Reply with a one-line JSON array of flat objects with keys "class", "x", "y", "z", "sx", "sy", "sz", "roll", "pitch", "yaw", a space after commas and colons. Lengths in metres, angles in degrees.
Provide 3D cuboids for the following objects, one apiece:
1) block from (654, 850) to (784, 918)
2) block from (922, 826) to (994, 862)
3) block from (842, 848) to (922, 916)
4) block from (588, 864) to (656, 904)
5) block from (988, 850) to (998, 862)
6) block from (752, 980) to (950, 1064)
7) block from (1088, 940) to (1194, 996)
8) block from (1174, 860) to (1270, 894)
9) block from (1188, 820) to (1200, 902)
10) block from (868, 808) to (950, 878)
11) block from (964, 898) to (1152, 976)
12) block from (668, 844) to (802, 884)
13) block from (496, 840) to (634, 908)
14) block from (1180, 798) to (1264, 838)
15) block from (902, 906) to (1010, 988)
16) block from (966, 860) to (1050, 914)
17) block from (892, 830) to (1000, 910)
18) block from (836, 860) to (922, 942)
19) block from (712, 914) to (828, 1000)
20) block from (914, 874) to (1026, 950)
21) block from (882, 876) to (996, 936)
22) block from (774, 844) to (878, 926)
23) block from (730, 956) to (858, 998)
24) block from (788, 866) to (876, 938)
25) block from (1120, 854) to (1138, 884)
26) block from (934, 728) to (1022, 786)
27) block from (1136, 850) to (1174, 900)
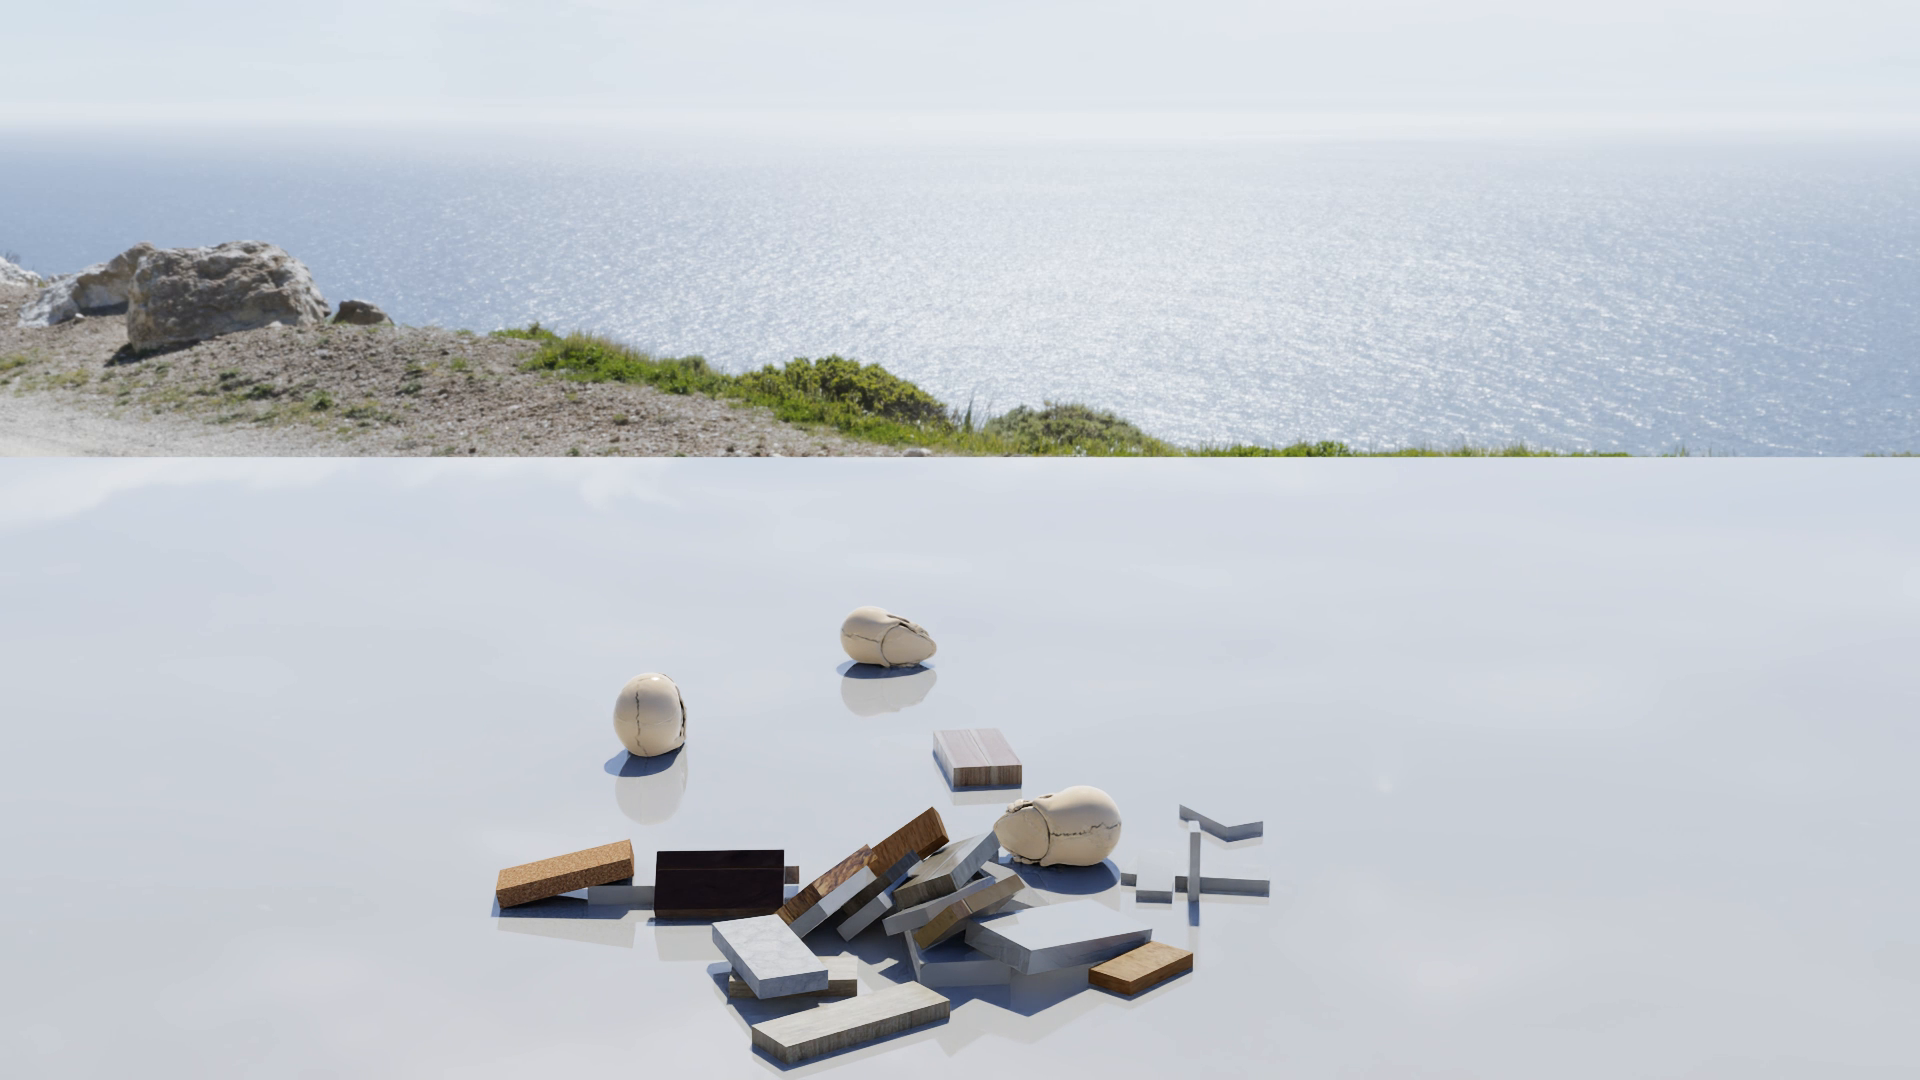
[{"class": "block", "x": -0.390, "y": 0.559, "z": 3.579, "sx": 0.208, "sy": 0.104, "sz": 0.029, "roll": 0, "pitch": -34, "yaw": -2}, {"class": "block", "x": -0.056, "y": 0.537, "z": 3.760, "sx": 0.212, "sy": 0.030, "sz": 0.106, "roll": -9, "pitch": 14, "yaw": -41}, {"class": "block", "x": -0.127, "y": 0.551, "z": 3.533, "sx": 0.074, "sy": 0.021, "sz": 0.148, "roll": -34, "pitch": -7, "yaw": -43}, {"class": "block", "x": -0.502, "y": 0.574, "z": 3.671, "sx": 0.222, "sy": 0.031, "sz": 0.111, "roll": 0, "pitch": 11, "yaw": -1}, {"class": "block", "x": -0.014, "y": 0.552, "z": 3.814, "sx": 0.148, "sy": 0.021, "sz": 0.074, "roll": -8, "pitch": 13, "yaw": -35}, {"class": "block", "x": -0.152, "y": 0.681, "z": 3.111, "sx": 0.276, "sy": 0.026, "sz": 0.090, "roll": -8, "pitch": 13, "yaw": -36}, {"class": "block", "x": 0.273, "y": 0.644, "z": 3.315, "sx": 0.078, "sy": 0.022, "sz": 0.157, "roll": 9, "pitch": 14, "yaw": 41}, {"class": "block", "x": 0.444, "y": 0.569, "z": 3.719, "sx": 0.157, "sy": 0.022, "sz": 0.078, "roll": 2, "pitch": 11, "yaw": 9}, {"class": "block", "x": 0.388, "y": 0.533, "z": 3.649, "sx": 0.017, "sy": 0.120, "sz": 0.060, "roll": 1, "pitch": 11, "yaw": 3}, {"class": "block", "x": -0.101, "y": 0.520, "z": 3.654, "sx": 0.172, "sy": 0.021, "sz": 0.074, "roll": -35, "pitch": 35, "yaw": 7}, {"class": "block", "x": 0.152, "y": 0.604, "z": 3.358, "sx": 0.271, "sy": 0.038, "sz": 0.135, "roll": 0, "pitch": 13, "yaw": -44}, {"class": "block", "x": -0.378, "y": 0.542, "z": 3.669, "sx": 0.222, "sy": 0.031, "sz": 0.111, "roll": 0, "pitch": 10, "yaw": -2}, {"class": "block", "x": -0.654, "y": 0.553, "z": 3.653, "sx": 0.222, "sy": 0.031, "sz": 0.111, "roll": -13, "pitch": 10, "yaw": -6}, {"class": "block", "x": 0.478, "y": 0.511, "z": 4.036, "sx": 0.078, "sy": 0.022, "sz": 0.157, "roll": -5, "pitch": 12, "yaw": -27}, {"class": "block", "x": -0.009, "y": 0.620, "z": 3.401, "sx": 0.135, "sy": 0.038, "sz": 0.271, "roll": -1, "pitch": 11, "yaw": -7}, {"class": "block", "x": 0.073, "y": 0.571, "z": 3.575, "sx": 0.106, "sy": 0.030, "sz": 0.240, "roll": 22, "pitch": 2, "yaw": -20}, {"class": "block", "x": -0.020, "y": 0.527, "z": 3.524, "sx": 0.106, "sy": 0.030, "sz": 0.212, "roll": -22, "pitch": 3, "yaw": 23}, {"class": "block", "x": -0.121, "y": 0.576, "z": 3.519, "sx": 0.094, "sy": 0.027, "sz": 0.187, "roll": -41, "pitch": -6, "yaw": 22}, {"class": "block", "x": -0.286, "y": 0.620, "z": 3.283, "sx": 0.104, "sy": 0.029, "sz": 0.248, "roll": -4, "pitch": 11, "yaw": -22}, {"class": "block", "x": 0.015, "y": 0.567, "z": 3.358, "sx": 0.090, "sy": 0.026, "sz": 0.181, "roll": -45, "pitch": -18, "yaw": 32}, {"class": "block", "x": -0.029, "y": 0.567, "z": 3.414, "sx": 0.090, "sy": 0.026, "sz": 0.181, "roll": -23, "pitch": -5, "yaw": 37}, {"class": "block", "x": -0.220, "y": 0.563, "z": 3.564, "sx": 0.104, "sy": 0.029, "sz": 0.208, "roll": -41, "pitch": -7, "yaw": 24}, {"class": "block", "x": -0.246, "y": 0.650, "z": 3.273, "sx": 0.187, "sy": 0.027, "sz": 0.094, "roll": 0, "pitch": 11, "yaw": -2}, {"class": "block", "x": -0.209, "y": 0.581, "z": 3.491, "sx": 0.094, "sy": 0.027, "sz": 0.187, "roll": -41, "pitch": -7, "yaw": 23}, {"class": "block", "x": 0.320, "y": 0.563, "z": 3.769, "sx": 0.060, "sy": 0.017, "sz": 0.120, "roll": 4, "pitch": 11, "yaw": 19}, {"class": "block", "x": 0.033, "y": 0.434, "z": 4.405, "sx": 0.135, "sy": 0.038, "sz": 0.271, "roll": -2, "pitch": 11, "yaw": -9}, {"class": "block", "x": 0.328, "y": 0.562, "z": 3.692, "sx": 0.060, "sy": 0.017, "sz": 0.120, "roll": 1, "pitch": 25, "yaw": 7}]
